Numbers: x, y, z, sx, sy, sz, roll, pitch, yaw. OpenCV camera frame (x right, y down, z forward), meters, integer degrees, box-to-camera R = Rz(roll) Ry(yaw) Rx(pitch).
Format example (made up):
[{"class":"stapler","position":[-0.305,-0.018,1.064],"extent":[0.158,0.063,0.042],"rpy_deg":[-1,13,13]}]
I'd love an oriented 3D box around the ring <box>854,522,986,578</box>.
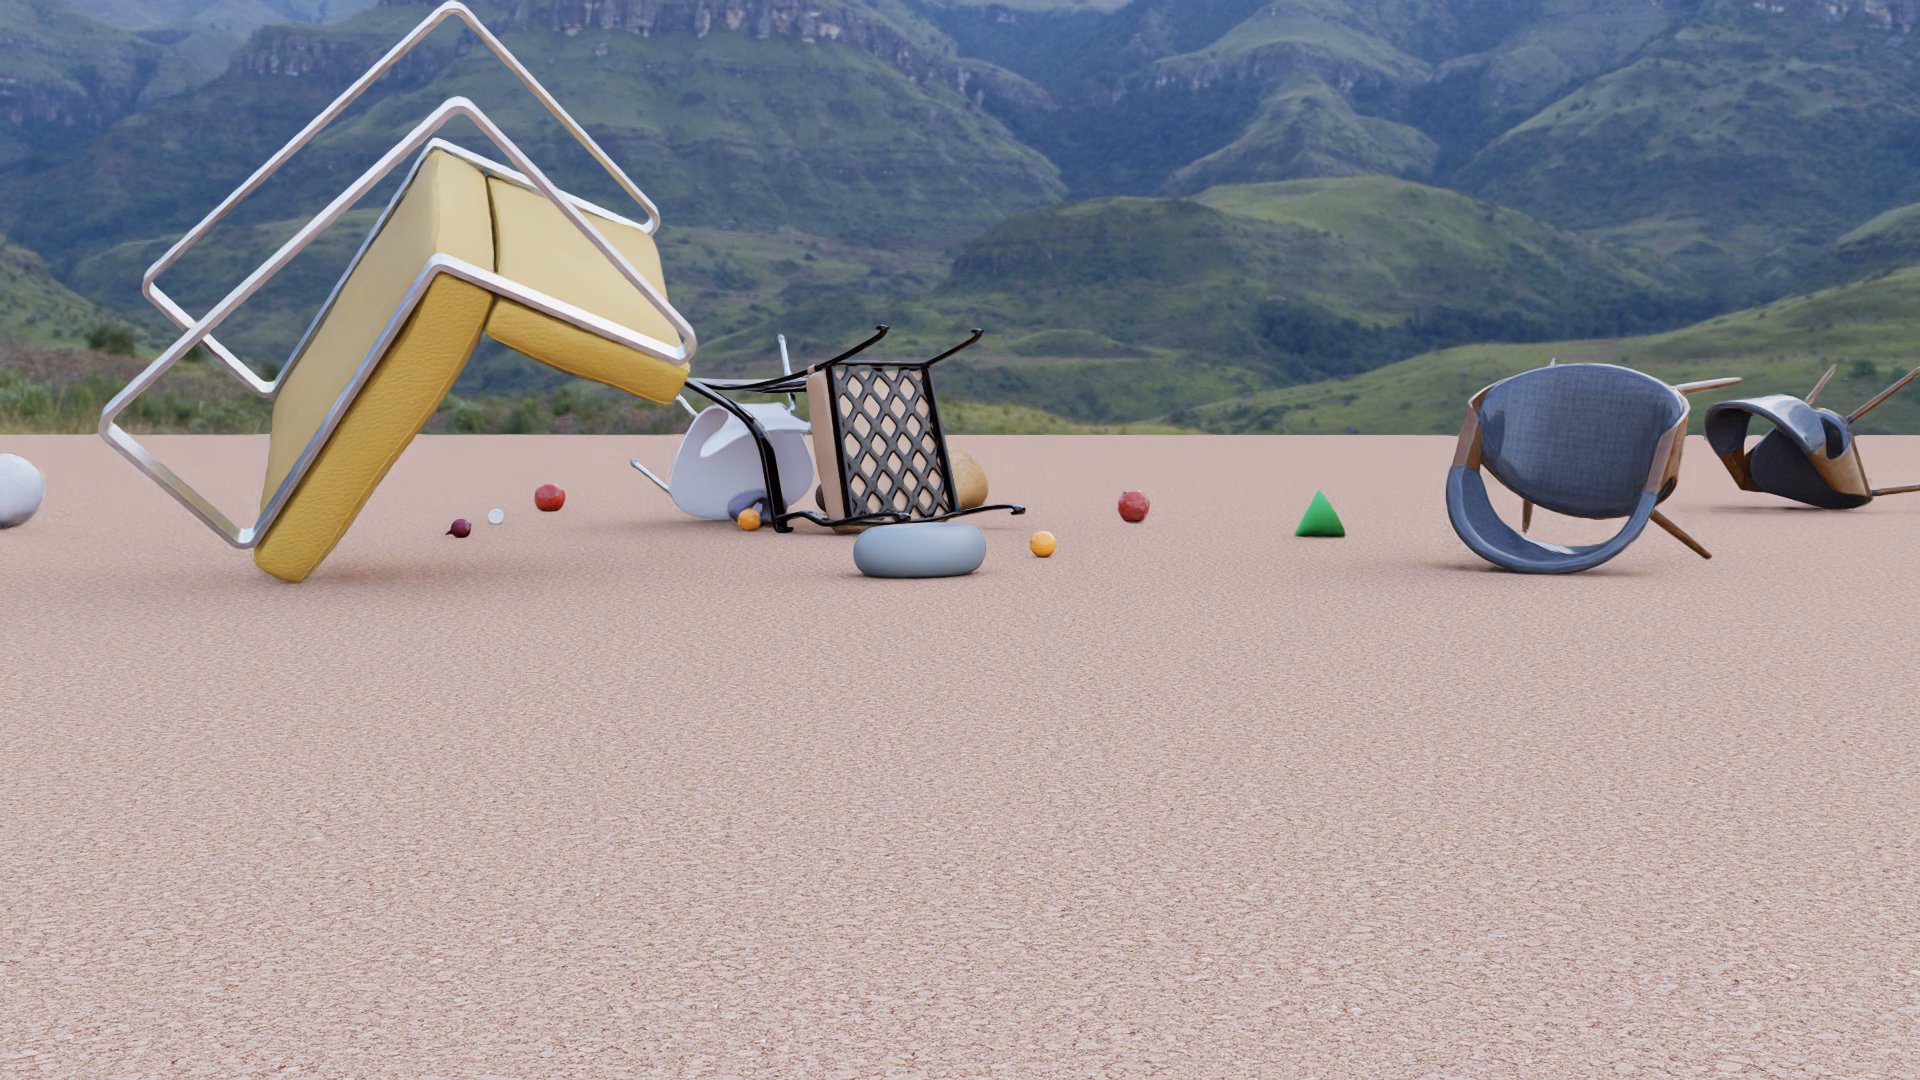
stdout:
[{"class":"ring","position":[-0.096,0.025,5.329],"extent":[0.362,0.120,0.275],"rpy_deg":[-5,5,-44]}]

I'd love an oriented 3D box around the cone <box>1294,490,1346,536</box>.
[{"class":"cone","position":[1.078,-0.047,6.721],"extent":[0.136,0.156,0.187],"rpy_deg":[-31,-26,2]}]

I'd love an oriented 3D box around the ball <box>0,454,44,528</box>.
[{"class":"ball","position":[-3.086,-0.159,7.101],"extent":[0.241,0.241,0.241],"rpy_deg":[0,4,0]}]

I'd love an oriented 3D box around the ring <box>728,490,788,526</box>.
[{"class":"ring","position":[-0.665,-0.104,7.226],"extent":[0.223,0.115,0.095],"rpy_deg":[-6,3,-43]}]

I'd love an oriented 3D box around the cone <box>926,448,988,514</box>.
[{"class":"cone","position":[-0.060,-0.161,8.046],"extent":[0.234,0.256,0.263],"rpy_deg":[6,32,29]}]
